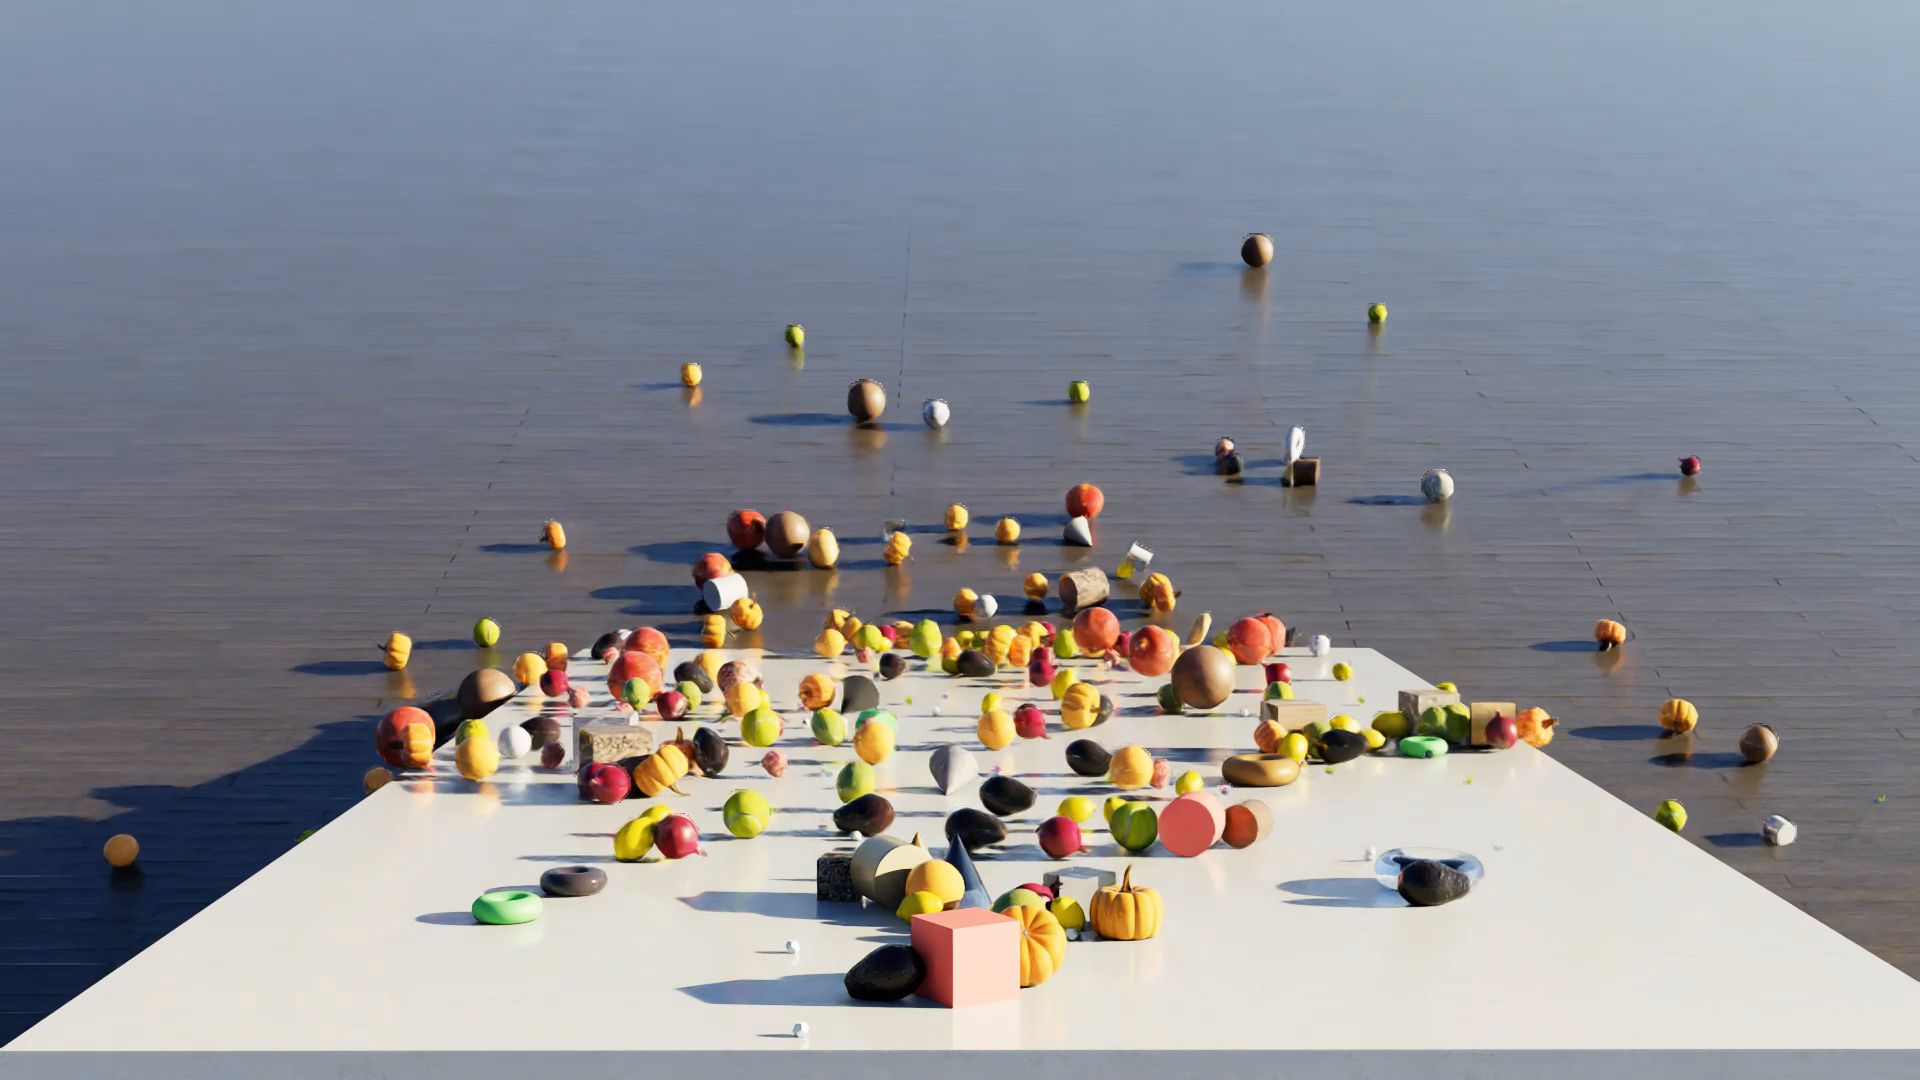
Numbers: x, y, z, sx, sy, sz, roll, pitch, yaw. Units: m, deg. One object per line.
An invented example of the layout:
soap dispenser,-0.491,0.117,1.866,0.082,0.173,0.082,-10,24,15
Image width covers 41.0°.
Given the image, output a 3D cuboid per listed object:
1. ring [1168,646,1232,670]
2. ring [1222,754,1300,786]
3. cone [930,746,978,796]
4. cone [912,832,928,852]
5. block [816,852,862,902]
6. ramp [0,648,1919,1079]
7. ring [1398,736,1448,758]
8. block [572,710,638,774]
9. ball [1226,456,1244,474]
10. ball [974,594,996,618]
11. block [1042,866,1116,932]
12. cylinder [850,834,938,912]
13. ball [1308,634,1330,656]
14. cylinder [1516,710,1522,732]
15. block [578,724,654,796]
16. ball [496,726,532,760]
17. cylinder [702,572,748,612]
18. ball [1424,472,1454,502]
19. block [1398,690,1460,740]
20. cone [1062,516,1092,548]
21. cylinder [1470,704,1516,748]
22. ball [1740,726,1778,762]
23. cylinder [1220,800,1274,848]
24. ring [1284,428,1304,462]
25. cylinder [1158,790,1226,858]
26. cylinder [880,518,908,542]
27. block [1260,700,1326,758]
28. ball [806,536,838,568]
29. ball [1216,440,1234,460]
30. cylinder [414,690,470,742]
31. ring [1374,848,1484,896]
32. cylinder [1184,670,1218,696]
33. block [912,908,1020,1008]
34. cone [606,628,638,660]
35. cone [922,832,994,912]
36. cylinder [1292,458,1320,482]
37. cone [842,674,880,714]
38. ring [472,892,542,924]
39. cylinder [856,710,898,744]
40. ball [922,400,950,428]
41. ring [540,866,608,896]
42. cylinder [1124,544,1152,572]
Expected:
ring,0.563,0.277,6.047,0.150,0.050,0.150,1,2,0
ring,0.499,0.382,4.268,0.130,0.043,0.130,-1,3,0
cone,-0.016,0.391,4.164,0.082,0.082,0.082,3,30,8
cone,-0.056,0.418,3.401,0.068,0.068,0.068,0,3,0
block,-0.152,0.433,3.294,0.053,0.053,0.053,1,3,9
ramp,0.048,0.438,4.532,2.000,0.100,4.000,0,3,0
ring,0.828,0.370,4.594,0.087,0.029,0.087,-1,4,0
block,-0.607,0.347,4.406,0.098,0.098,0.098,0,3,1
ball,0.863,-0.238,8.064,0.056,0.056,0.056,0,21,0
ball,0.068,0.179,6.931,0.063,0.063,0.063,0,21,0
block,0.145,0.436,3.125,0.064,0.064,0.064,3,4,39
cylinder,-0.084,0.420,3.237,0.084,0.084,0.084,-9,7,-23
ball,0.886,0.260,6.331,0.052,0.052,0.052,0,21,0
cylinder,1.034,0.341,4.886,0.053,0.053,0.053,-4,4,-11
block,-0.561,0.359,4.190,0.099,0.099,0.099,-1,3,-21
ball,-0.790,0.358,4.548,0.060,0.060,0.060,0,21,0
cylinder,-0.641,0.142,7.021,0.087,0.087,0.087,-17,26,-37
ball,1.456,-0.163,7.817,0.092,0.092,0.092,0,21,0
block,0.882,0.328,4.834,0.084,0.084,0.084,-1,3,-17
cone,0.360,-0.007,7.482,0.087,0.087,0.087,-16,53,-36
cylinder,0.974,0.338,4.699,0.079,0.079,0.079,1,21,9
ball,1.902,0.486,6.119,0.086,0.086,0.086,0,21,0
cylinder,0.409,0.406,3.676,0.062,0.062,0.062,11,8,26
ring,1.056,-0.300,8.137,0.037,0.111,0.111,12,24,25
cylinder,0.326,0.399,3.619,0.082,0.082,0.082,6,5,16
cylinder,-0.192,-0.027,7.504,0.060,0.060,0.060,14,14,-24
block,0.598,0.338,4.612,0.091,0.091,0.091,-1,3,-14
ball,-0.391,0.032,7.306,0.091,0.091,0.091,0,21,0
ball,0.844,-0.288,8.190,0.061,0.061,0.061,0,21,0
cylinder,-1.257,0.427,6.232,0.096,0.096,0.096,-26,32,-30
ring,0.612,0.432,3.349,0.143,0.048,0.143,1,2,0
cylinder,0.515,0.306,5.485,0.055,0.055,0.055,3,19,32
block,0.006,0.447,2.755,0.085,0.085,0.085,-2,4,-32
cone,-0.827,0.272,6.284,0.077,0.077,0.077,-3,37,-7
cone,-0.004,0.414,3.239,0.095,0.095,0.095,0,3,0
cylinder,1.075,-0.215,7.980,0.073,0.073,0.073,-2,18,24
cone,-0.220,0.331,5.204,0.085,0.085,0.085,11,35,26
ring,-0.557,0.453,3.161,0.087,0.029,0.087,-1,4,0
cylinder,-0.155,0.346,4.774,0.057,0.057,0.057,-11,8,-28
ball,-0.080,-0.417,8.491,0.088,0.088,0.088,0,21,0
ring,-0.501,0.442,3.332,0.088,0.029,0.088,0,2,0
cylinder,0.500,0.052,7.227,0.060,0.060,0.060,29,25,2
